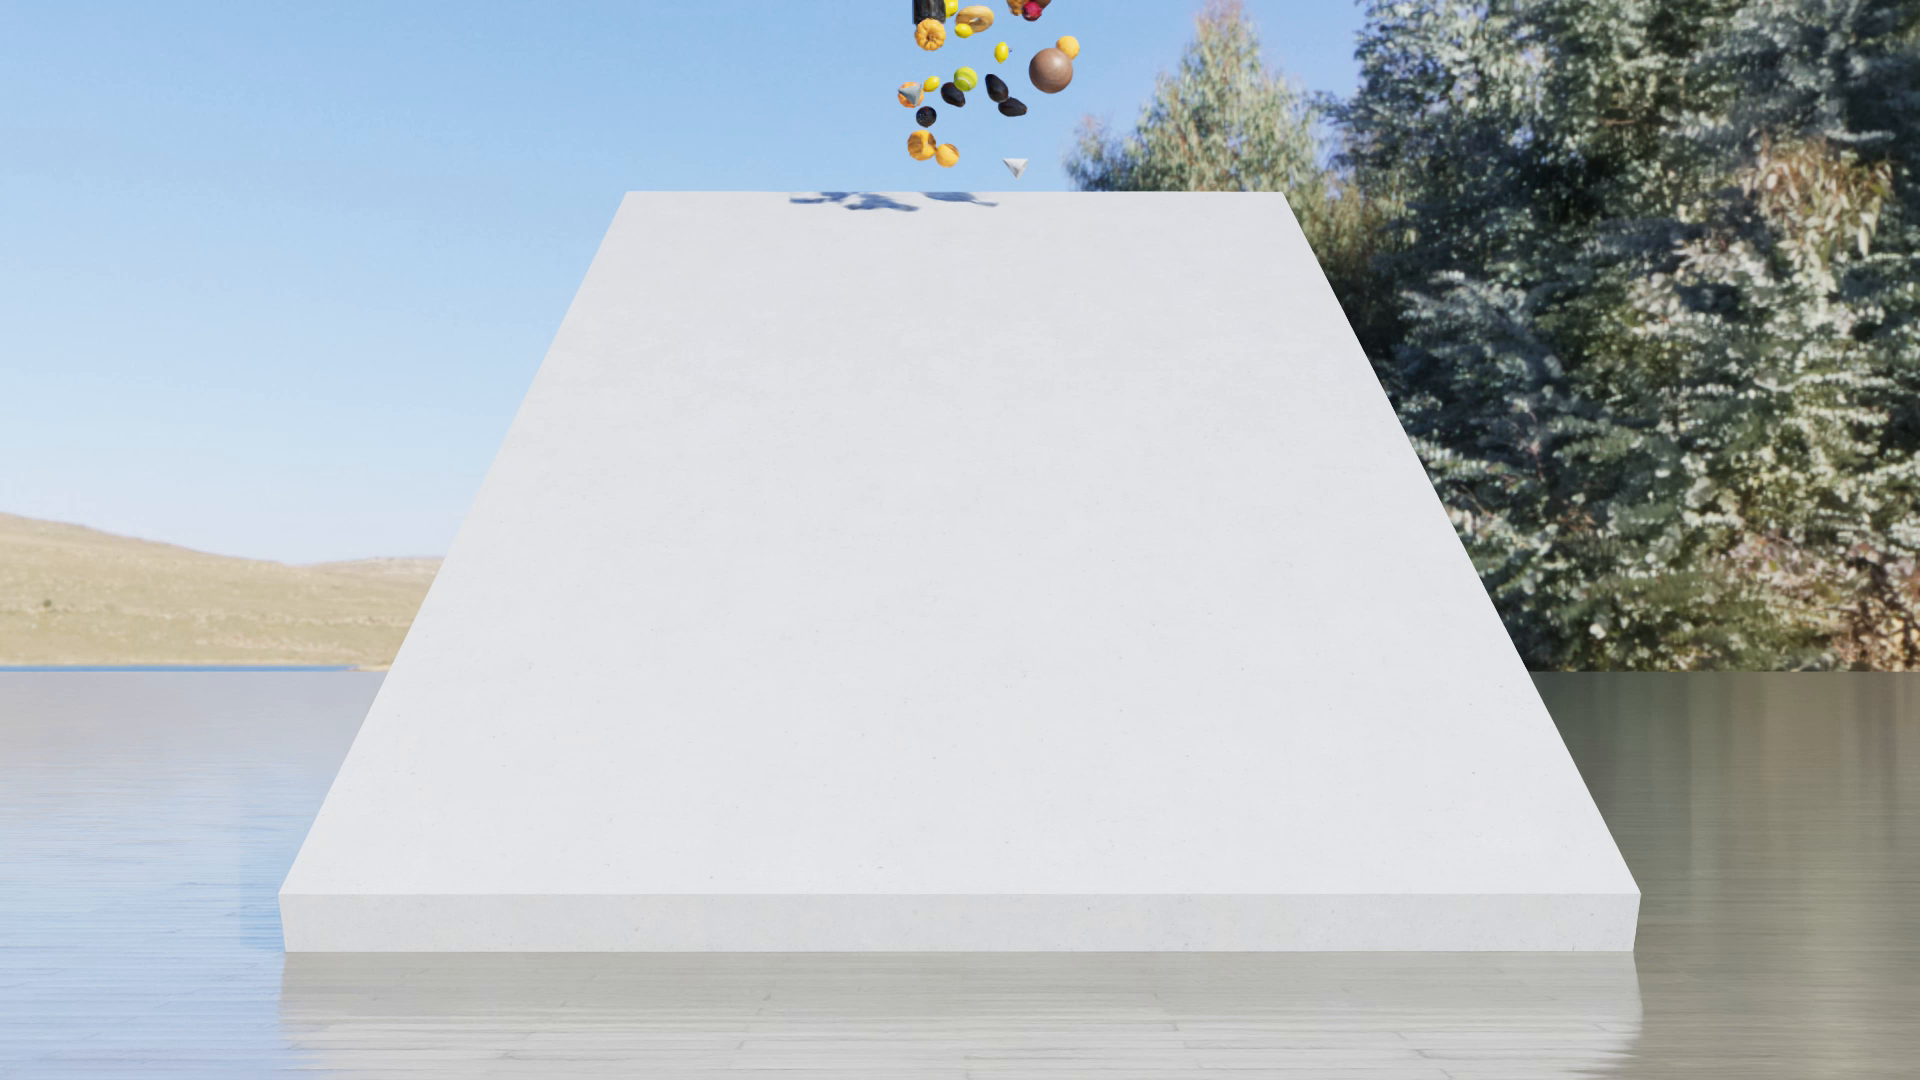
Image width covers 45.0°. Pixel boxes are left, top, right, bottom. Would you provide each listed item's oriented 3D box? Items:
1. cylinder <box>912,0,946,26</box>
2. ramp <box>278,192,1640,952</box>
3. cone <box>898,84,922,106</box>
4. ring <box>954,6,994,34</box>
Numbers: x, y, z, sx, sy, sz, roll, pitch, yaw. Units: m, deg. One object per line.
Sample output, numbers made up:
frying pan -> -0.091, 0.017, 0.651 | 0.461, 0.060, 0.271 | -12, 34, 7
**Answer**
cylinder -> -0.092, -1.554, 6.748 | 0.097, 0.097, 0.097 | -1, 20, 1
ramp -> -0.008, -0.226, 5.255 | 2.000, 0.100, 4.000 | 0, 23, 0
cone -> -0.152, -1.292, 6.688 | 0.067, 0.067, 0.067 | 16, -2, 5
ring -> 0.043, -1.519, 6.757 | 0.117, 0.039, 0.117 | -8, -19, -3
